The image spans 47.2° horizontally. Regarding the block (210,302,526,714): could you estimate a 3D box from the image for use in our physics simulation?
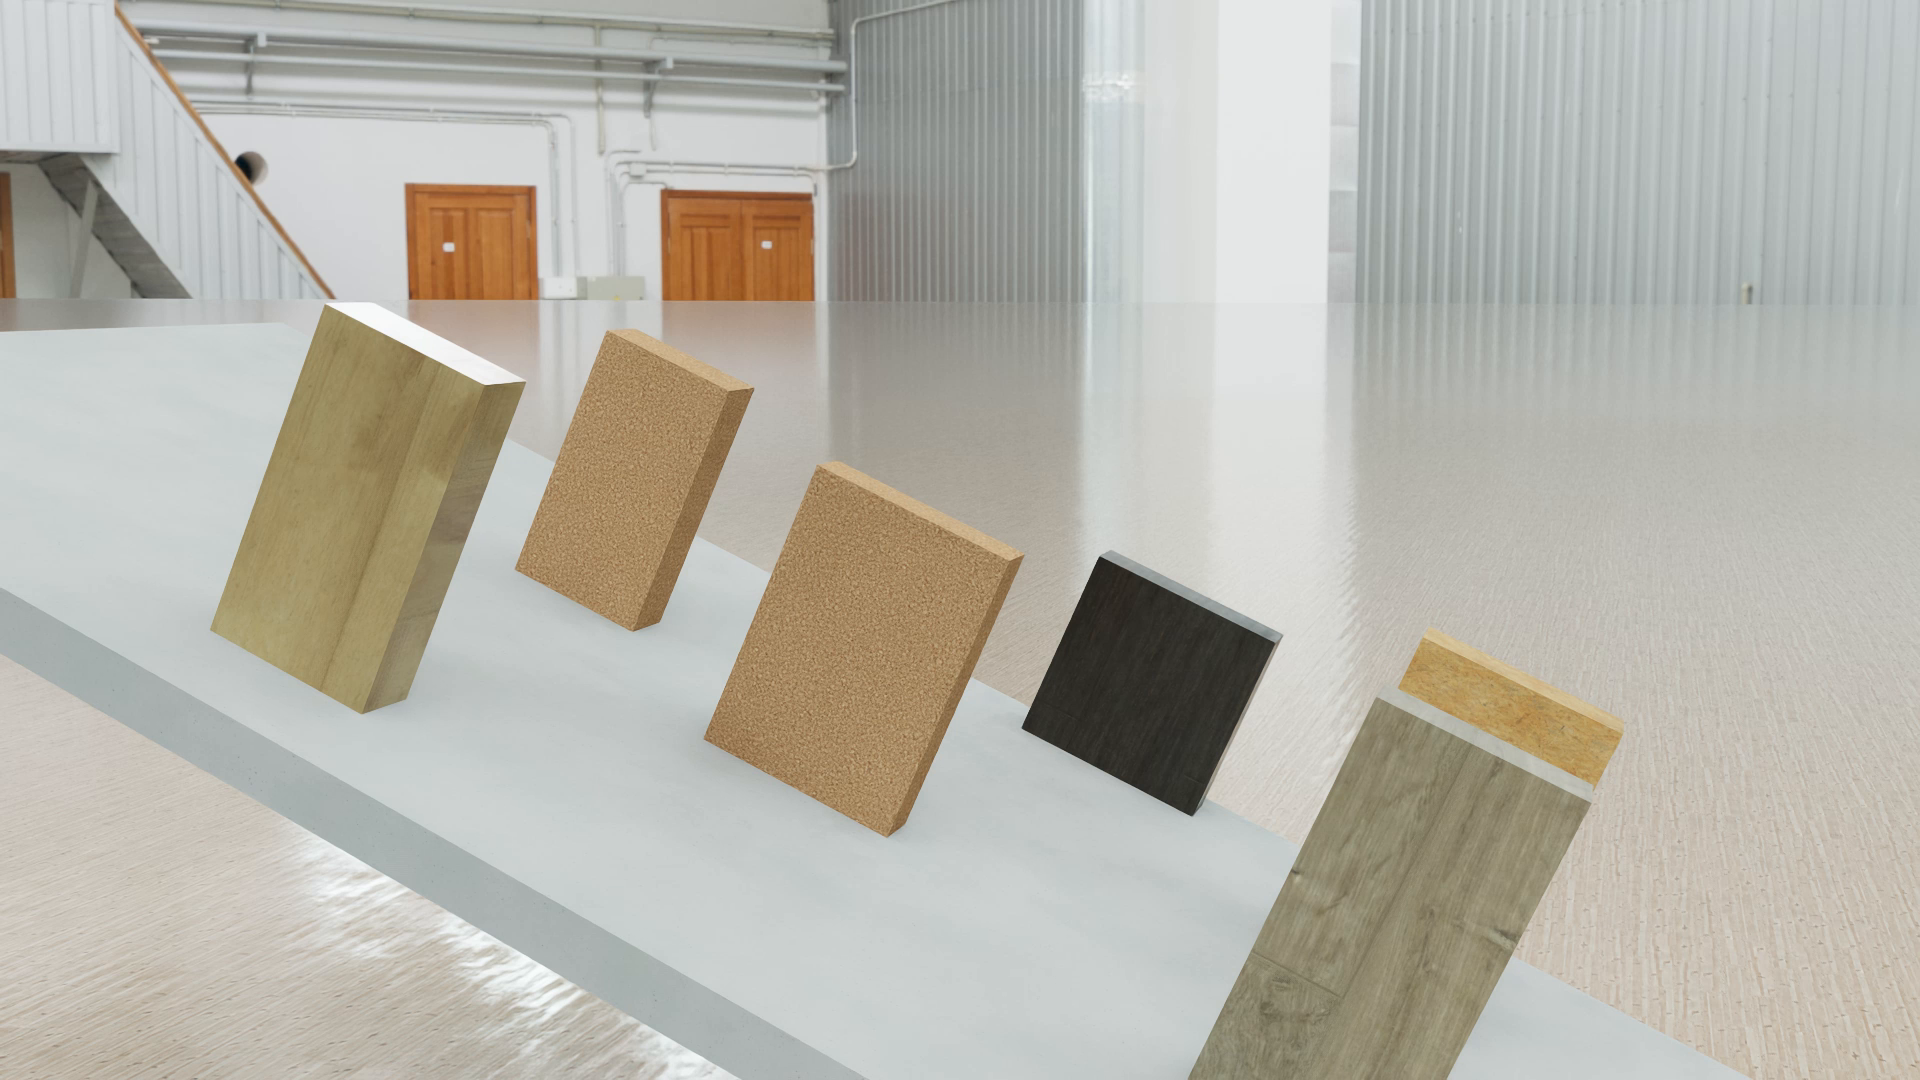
[{"bbox_3d":[-0.969,-0.054,3.591,0.308,0.587,0.136,27,13,13],"label":"block"}]

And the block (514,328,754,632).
[{"bbox_3d":[-0.666,-0.124,4.490,0.289,0.538,0.132,27,13,13],"label":"block"}]

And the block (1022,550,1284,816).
[{"bbox_3d":[0.423,0.314,4.867,0.427,0.433,0.115,27,13,13],"label":"block"}]

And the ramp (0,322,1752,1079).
[{"bbox_3d":[-0.279,0.482,4.179,4.000,0.100,2.000,27,13,13],"label":"ramp"}]

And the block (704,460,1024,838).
[{"bbox_3d":[-0.179,0.197,4.011,0.393,0.563,0.104,27,13,13],"label":"block"}]

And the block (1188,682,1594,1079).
[{"bbox_3d":[0.661,0.626,3.432,0.349,0.715,0.122,27,13,13],"label":"block"}]

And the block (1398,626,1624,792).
[{"bbox_3d":[0.930,0.564,4.216,0.400,0.678,0.134,27,13,13],"label":"block"}]
